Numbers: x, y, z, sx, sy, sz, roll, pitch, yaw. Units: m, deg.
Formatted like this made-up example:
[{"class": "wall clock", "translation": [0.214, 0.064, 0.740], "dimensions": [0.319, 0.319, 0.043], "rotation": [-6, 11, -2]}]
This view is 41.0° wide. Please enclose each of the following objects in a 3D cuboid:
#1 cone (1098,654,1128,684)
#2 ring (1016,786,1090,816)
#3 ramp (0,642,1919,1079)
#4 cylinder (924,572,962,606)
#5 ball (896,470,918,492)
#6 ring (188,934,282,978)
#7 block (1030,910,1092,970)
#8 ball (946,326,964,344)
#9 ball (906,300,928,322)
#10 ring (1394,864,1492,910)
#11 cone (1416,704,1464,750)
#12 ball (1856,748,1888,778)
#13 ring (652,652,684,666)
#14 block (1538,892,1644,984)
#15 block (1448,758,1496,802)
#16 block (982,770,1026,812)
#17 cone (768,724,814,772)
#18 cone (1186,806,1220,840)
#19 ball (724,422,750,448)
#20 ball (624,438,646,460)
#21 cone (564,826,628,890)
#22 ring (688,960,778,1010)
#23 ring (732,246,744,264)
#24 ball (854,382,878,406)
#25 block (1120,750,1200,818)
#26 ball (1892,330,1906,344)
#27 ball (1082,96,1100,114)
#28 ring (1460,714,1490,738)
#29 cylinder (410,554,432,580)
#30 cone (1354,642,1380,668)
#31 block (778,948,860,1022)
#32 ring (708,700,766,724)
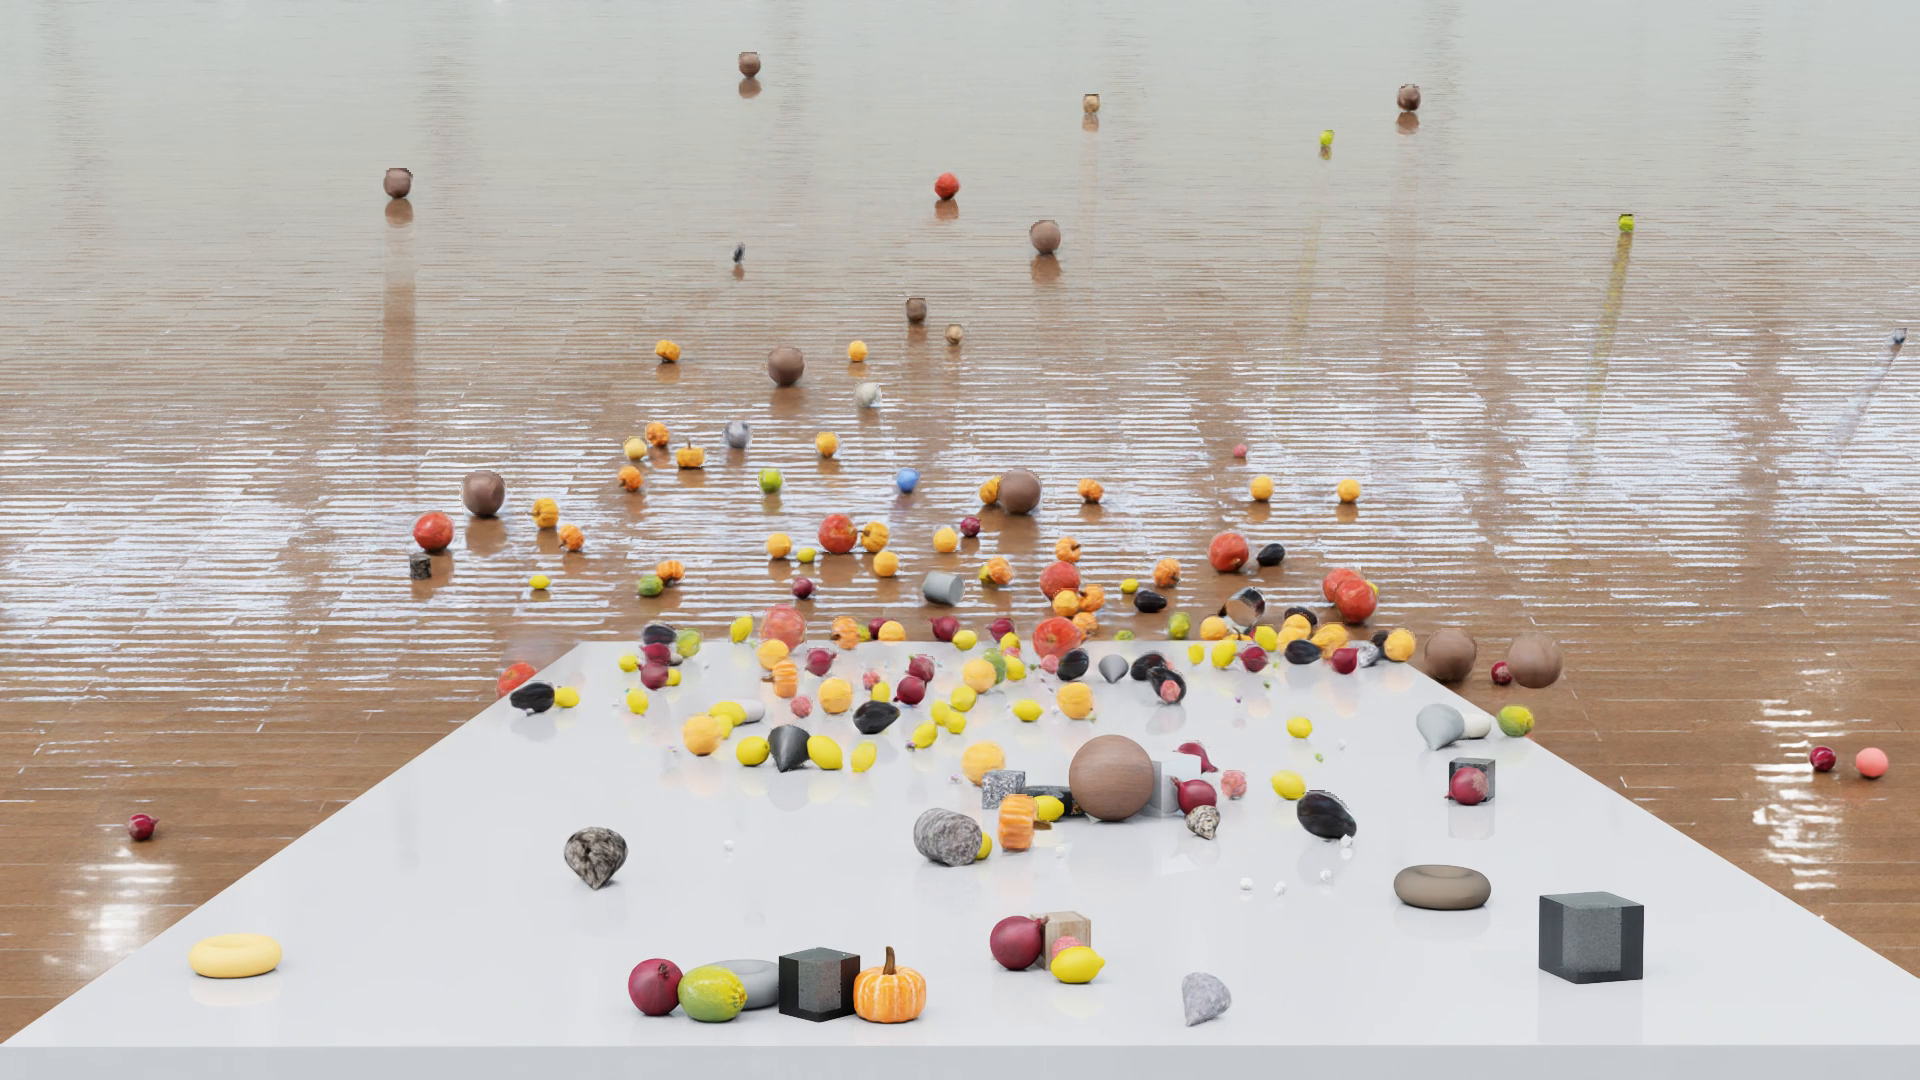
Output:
[{"class": "cone", "translation": [0.335, 0.297, 5.627], "dimensions": [0.067, 0.067, 0.067], "rotation": [1, 30, 4]}, {"class": "ring", "translation": [0.142, 0.396, 3.905], "dimensions": [0.116, 0.039, 0.116], "rotation": [2, 0, 0]}, {"class": "ramp", "translation": [0.047, 0.428, 4.533], "dimensions": [2.000, 0.100, 4.000], "rotation": [0, 3, 0]}, {"class": "cylinder", "translation": [-0.046, 0.133, 7.027], "dimensions": [0.078, 0.078, 0.078], "rotation": [11, 23, 28]}, {"class": "ball", "translation": [-0.162, -0.183, 7.899], "dimensions": [0.066, 0.066, 0.066], "rotation": [0, 20, 0]}, {"class": "ring", "translation": [-0.807, 0.463, 2.861], "dimensions": [0.101, 0.034, 0.101], "rotation": [0, 5, 0]}, {"class": "block", "translation": [0.113, 0.450, 2.887], "dimensions": [0.054, 0.054, 0.054], "rotation": [-1, 4, -18]}, {"class": "ball", "translation": [-0.021, -0.752, 9.439], "dimensions": [0.067, 0.067, 0.067], "rotation": [0, 20, 0]}, {"class": "ball", "translation": [-0.165, -0.868, 9.728], "dimensions": [0.086, 0.086, 0.086], "rotation": [0, 20, 0]}, {"class": "ring", "translation": [0.607, 0.436, 3.230], "dimensions": [0.121, 0.040, 0.121], "rotation": [1, 4, 0]}, {"class": "cone", "translation": [0.855, 0.354, 4.602], "dimensions": [0.087, 0.087, 0.087], "rotation": [6, 32, 16]}, {"class": "ball", "translation": [2.127, 0.520, 5.992], "dimensions": [0.070, 0.070, 0.070], "rotation": [0, 20, 0]}, {"class": "ring", "translation": [-0.682, 0.279, 5.977], "dimensions": [0.075, 0.025, 0.075], "rotation": [-1, 5, 0]}, {"class": "block", "translation": [0.697, 0.439, 2.838], "dimensions": [0.082, 0.082, 0.082], "rotation": [-1, 4, -17]}, {"class": "block", "translation": [0.807, 0.377, 4.044], "dimensions": [0.060, 0.060, 0.060], "rotation": [2, 4, 25]}, {"class": "block", "translation": [0.067, 0.386, 3.959], "dimensions": [0.054, 0.054, 0.054], "rotation": [1, 4, 18]}, {"class": "cone", "translation": [-0.295, 0.371, 4.348], "dimensions": [0.083, 0.083, 0.083], "rotation": [3, 30, 9]}, {"class": "cone", "translation": [0.355, 0.417, 3.693], "dimensions": [0.051, 0.051, 0.051], "rotation": [-3, 31, -7]}, {"class": "ball", "translation": [-0.720, -0.339, 8.302], "dimensions": [0.081, 0.081, 0.081], "rotation": [0, 20, 0]}, {"class": "ball", "translation": [-1.033, -0.289, 8.181], "dimensions": [0.070, 0.070, 0.070], "rotation": [0, 20, 0]}, {"class": "cone", "translation": [-0.474, 0.432, 3.343], "dimensions": [0.083, 0.083, 0.083], "rotation": [-2, 30, -6]}, {"class": "ring", "translation": [-0.233, 0.470, 2.717], "dimensions": [0.109, 0.036, 0.109], "rotation": [-2, 3, 0]}, {"class": "ring", "translation": [-0.914, -1.177, 10.576], "dimensions": [0.025, 0.075, 0.075], "rotation": [5, 21, 17]}, {"class": "ball", "translation": [-0.317, -0.495, 8.723], "dimensions": [0.081, 0.081, 0.081], "rotation": [0, 20, 0]}, {"class": "block", "translation": [0.306, 0.372, 3.915], "dimensions": [0.086, 0.086, 0.086], "rotation": [-3, 5, -42]}, {"class": "ball", "translation": [3.460, -0.750, 9.459], "dimensions": [0.050, 0.050, 0.050], "rotation": [0, 20, 0]}, {"class": "ball", "translation": [0.695, -2.309, 13.615], "dimensions": [0.094, 0.094, 0.094], "rotation": [0, 20, 0]}, {"class": "ring", "translation": [0.924, 0.344, 4.760], "dimensions": [0.117, 0.039, 0.117], "rotation": [0, 2, 0]}, {"class": "cylinder", "translation": [-1.516, 0.075, 7.214], "dimensions": [0.057, 0.057, 0.057], "rotation": [0, 20, 0]}, {"class": "cone", "translation": [0.935, 0.279, 5.935], "dimensions": [0.061, 0.061, 0.061], "rotation": [7, 33, 17]}, {"class": "block", "translation": [-0.146, 0.461, 2.664], "dimensions": [0.060, 0.060, 0.060], "rotation": [3, 5, 43]}, {"class": "ring", "translation": [-0.434, 0.333, 4.983], "dimensions": [0.112, 0.037, 0.112], "rotation": [0, 5, 0]}]
